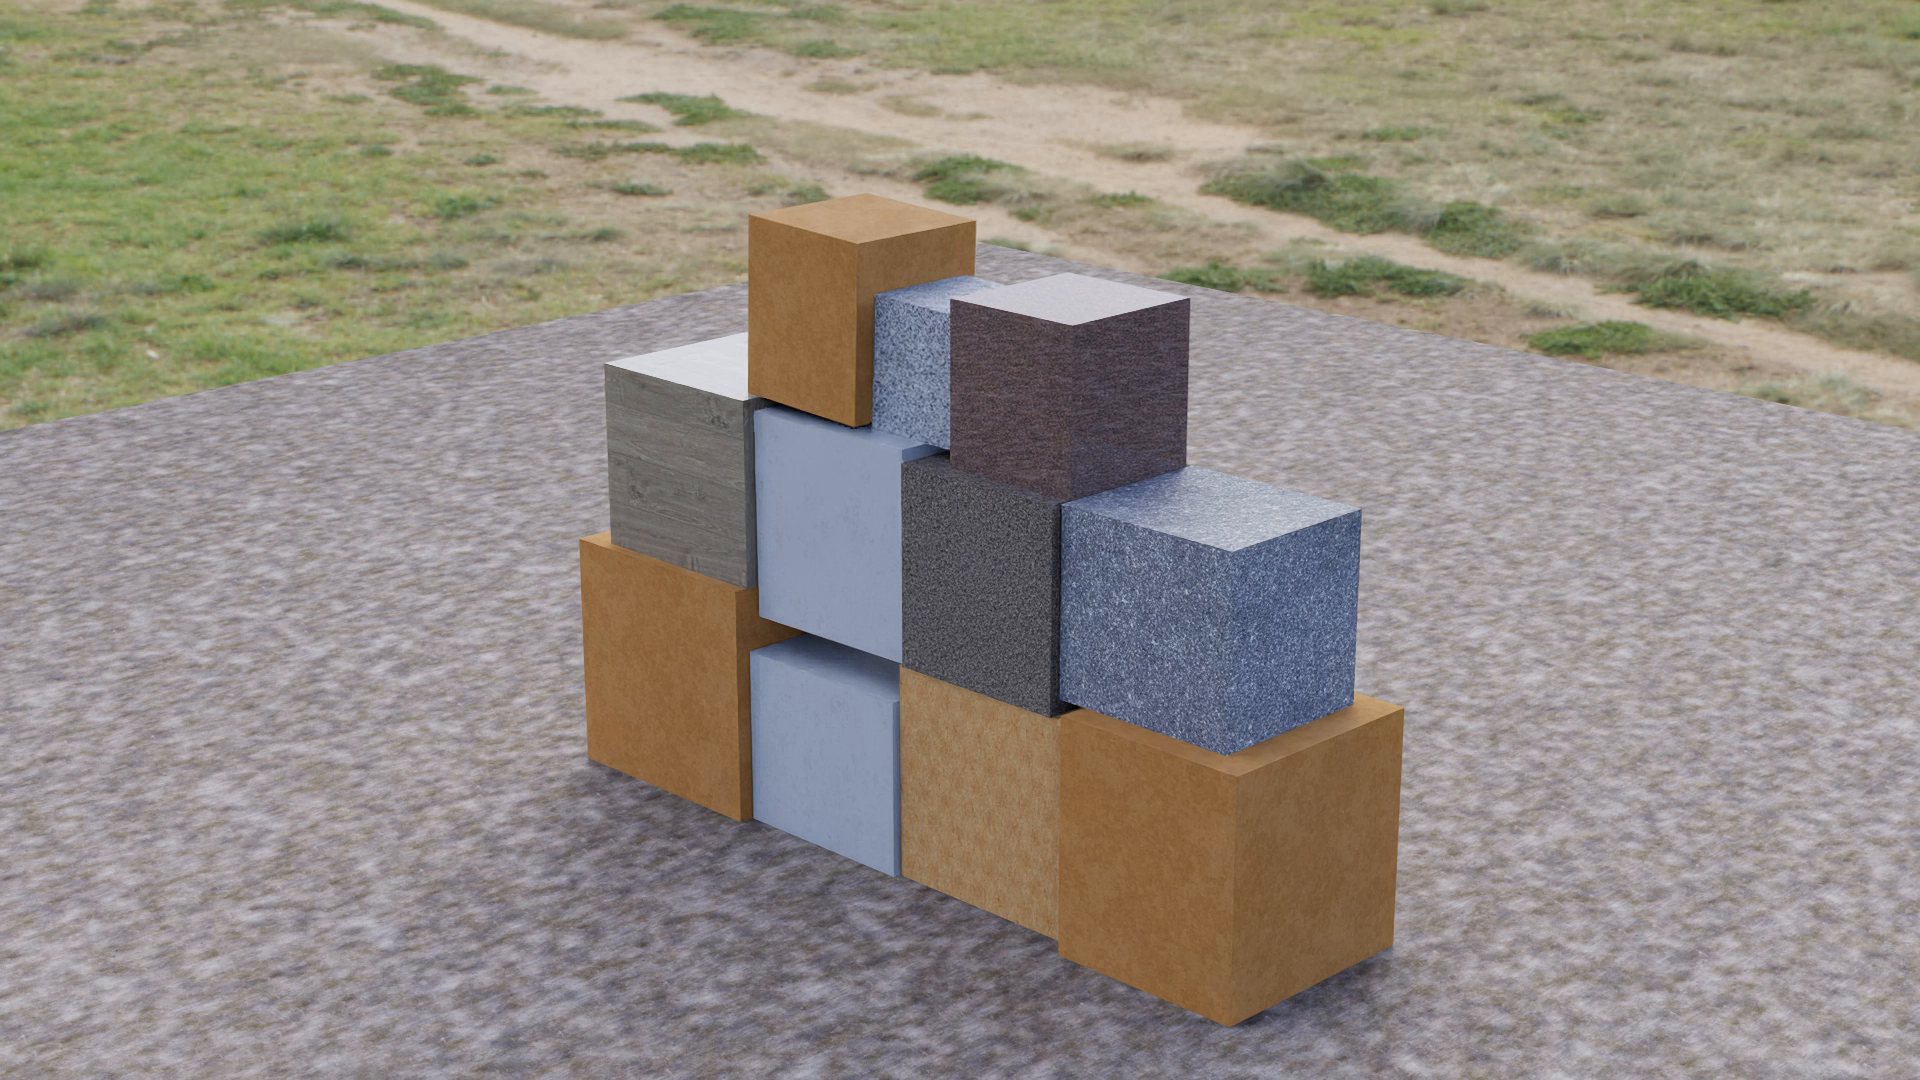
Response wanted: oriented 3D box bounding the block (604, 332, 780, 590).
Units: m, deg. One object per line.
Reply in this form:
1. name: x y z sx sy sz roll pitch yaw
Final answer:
1. block: -1.004 -0.417 14.274 1.000 0.912 1.016 -17 24 -42

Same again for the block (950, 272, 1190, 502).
1. block: 0.472 -0.676 12.654 0.740 0.755 0.715 -17 24 -42

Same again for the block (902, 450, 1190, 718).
1. block: 0.373 0.119 12.963 0.877 0.946 0.908 -17 24 -42

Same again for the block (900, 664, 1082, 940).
1. block: 0.429 1.067 13.238 0.902 1.027 1.077 -17 24 -42

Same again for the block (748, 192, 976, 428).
1. block: -0.455 -1.070 13.467 0.725 0.840 0.739 19 26 41

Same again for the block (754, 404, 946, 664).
1. block: -0.290 -0.110 13.624 0.877 0.997 0.988 -17 23 -42

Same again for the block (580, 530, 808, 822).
1. block: -1.085 0.557 14.634 1.081 1.162 1.177 -17 24 -42

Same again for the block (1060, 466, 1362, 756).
1. block: 1.047 0.274 12.345 0.838 0.869 0.926 -17 24 -42

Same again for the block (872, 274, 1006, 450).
1. block: 0.013 -0.794 13.095 0.575 0.610 0.560 -17 26 -42

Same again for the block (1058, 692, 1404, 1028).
1. block: 1.153 1.250 12.528 1.102 1.103 0.961 -17 24 -42

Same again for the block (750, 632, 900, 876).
1. block: -0.314 0.935 13.953 0.947 0.850 0.973 -17 24 -42
